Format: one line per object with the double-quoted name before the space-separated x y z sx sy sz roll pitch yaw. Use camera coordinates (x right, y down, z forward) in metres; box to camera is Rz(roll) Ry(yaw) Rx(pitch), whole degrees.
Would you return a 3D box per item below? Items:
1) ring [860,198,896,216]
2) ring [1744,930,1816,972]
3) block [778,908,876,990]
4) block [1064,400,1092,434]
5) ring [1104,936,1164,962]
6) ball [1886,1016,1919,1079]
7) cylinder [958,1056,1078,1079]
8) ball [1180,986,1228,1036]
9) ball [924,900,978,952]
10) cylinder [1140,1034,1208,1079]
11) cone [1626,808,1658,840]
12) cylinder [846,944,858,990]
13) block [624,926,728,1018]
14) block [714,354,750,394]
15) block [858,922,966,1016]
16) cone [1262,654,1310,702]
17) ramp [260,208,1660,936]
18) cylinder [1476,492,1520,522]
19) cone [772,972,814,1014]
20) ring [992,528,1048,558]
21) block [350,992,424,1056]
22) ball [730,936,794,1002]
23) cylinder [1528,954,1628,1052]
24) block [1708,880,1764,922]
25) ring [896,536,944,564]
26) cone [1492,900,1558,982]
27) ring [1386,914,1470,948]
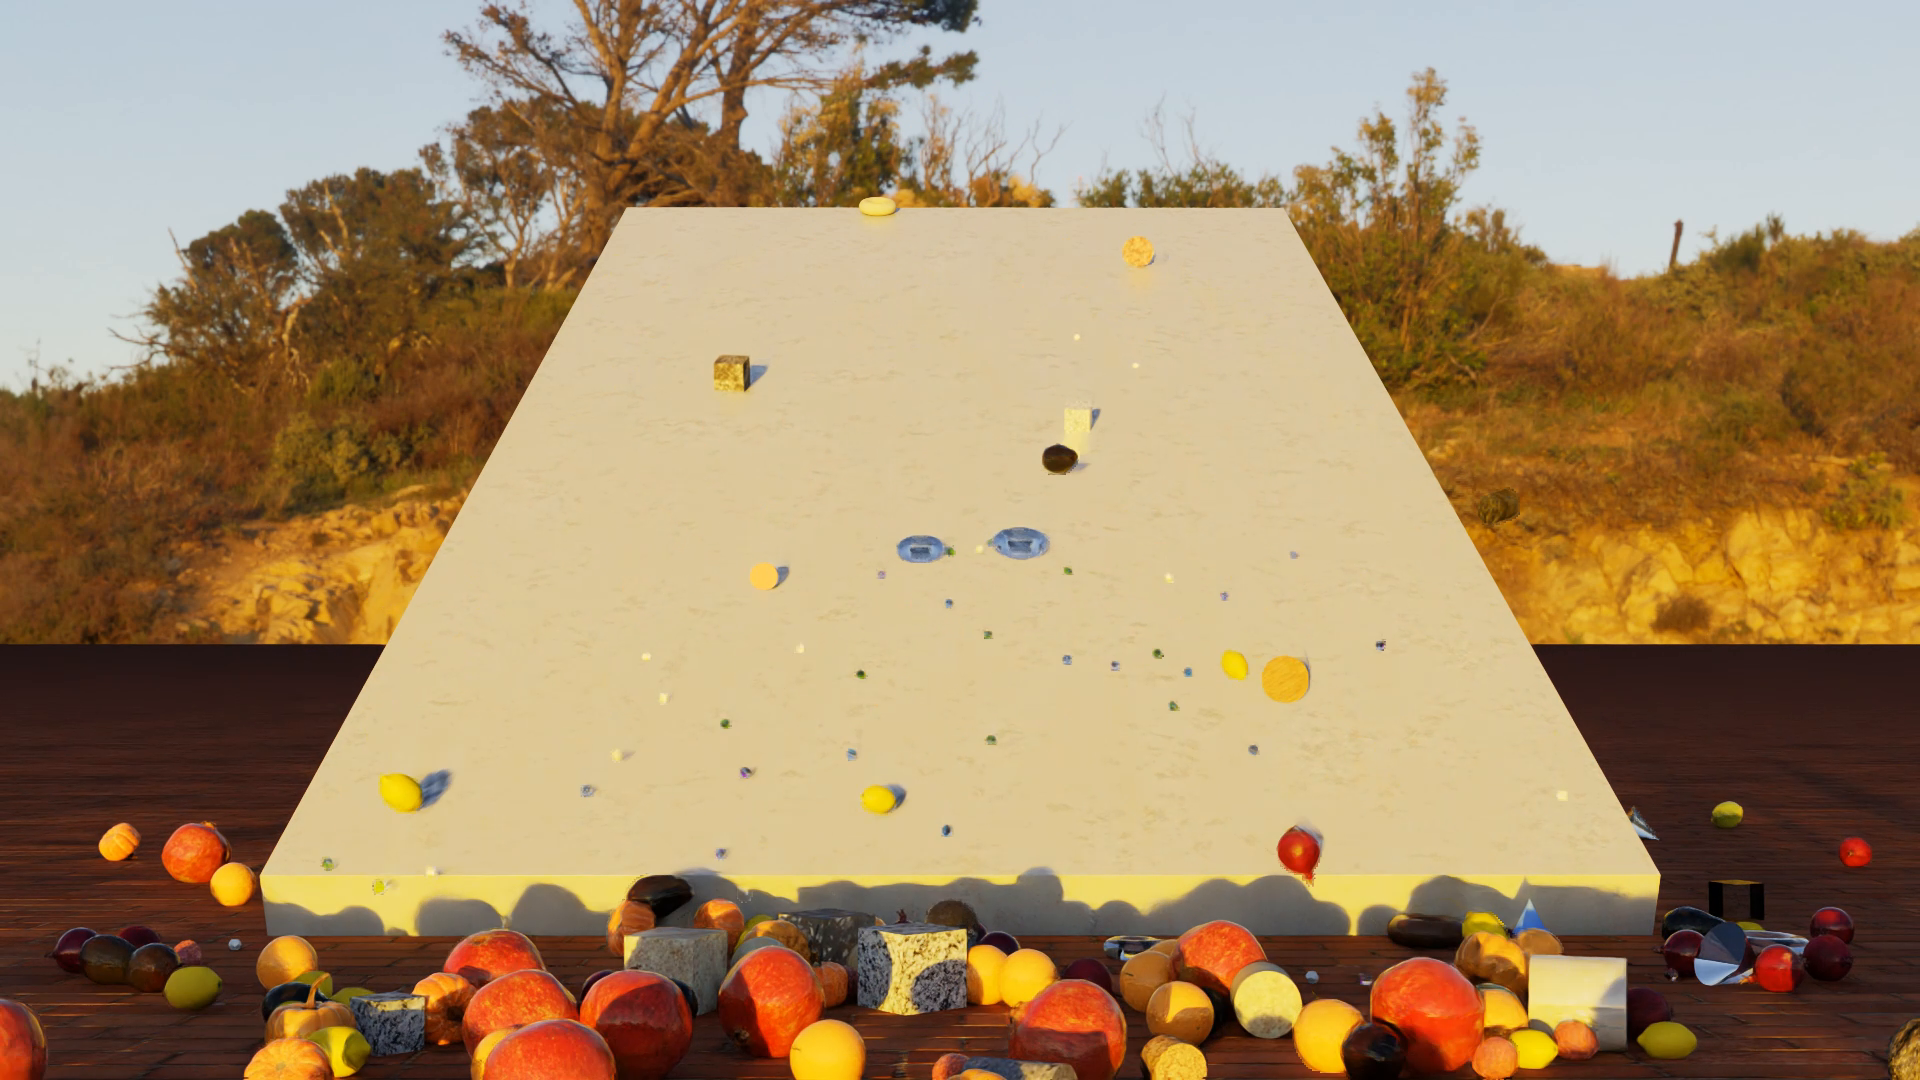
"ring" -0.248 -1.007 6.925 0.113 0.038 0.113 1 22 0
"ring" 1.047 0.536 2.993 0.131 0.044 0.131 1 -3 0
"block" -0.166 0.509 2.861 0.086 0.086 0.086 2 -3 -44
"block" 0.262 -0.271 5.072 0.055 0.055 0.055 4 22 9
"ring" 0.233 0.548 3.081 0.082 0.027 0.082 1 -3 0
"ball" 0.888 0.474 2.081 0.089 0.089 0.089 0 -2 0
"cylinder" 0.047 0.471 1.897 0.081 0.081 0.081 -1 -3 24
"ball" 0.264 0.510 2.483 0.052 0.052 0.052 0 -2 0
"ball" -0.011 0.465 2.752 0.067 0.067 0.067 0 -2 0
"cylinder" 0.202 0.498 2.171 0.050 0.050 0.050 1 -2 -13
"cone" 1.453 0.621 4.884 0.078 0.078 0.078 27 2 9
"cylinder" -0.095 0.517 2.763 0.063 0.063 0.063 2 -3 -33
"block" -0.329 0.500 2.659 0.088 0.088 0.088 -1 -3 20
"block" -0.530 -0.386 5.334 0.069 0.069 0.069 3 22 7
"block" -0.056 0.499 2.681 0.090 0.090 0.090 2 -3 -39
"cone" 0.539 0.234 3.839 0.079 0.079 0.079 0 -10 -2
"ramp" -0.006 -0.220 5.150 2.000 0.100 4.000 0 22 0
"cylinder" 1.073 -0.066 4.575 0.058 0.058 0.058 4 -4 -40
"cone" -0.203 0.532 2.645 0.051 0.051 0.051 2 -30 -42
"ring" 0.115 0.006 4.405 0.109 0.036 0.109 1 21 0
"block" -0.599 0.505 2.397 0.055 0.055 0.055 -2 -3 43
"ball" -0.234 0.508 2.717 0.076 0.076 0.076 0 -2 0
"cylinder" 0.648 0.484 2.402 0.096 0.096 0.096 -1 -3 17
"block" 1.188 0.552 3.510 0.056 0.056 0.056 1 -3 -25
"ring" -0.076 0.018 4.383 0.092 0.031 0.092 -1 23 0
"cone" 0.727 0.506 2.925 0.098 0.098 0.098 0 -2 0
"ring" 0.658 0.549 3.221 0.115 0.038 0.115 1 -3 0
